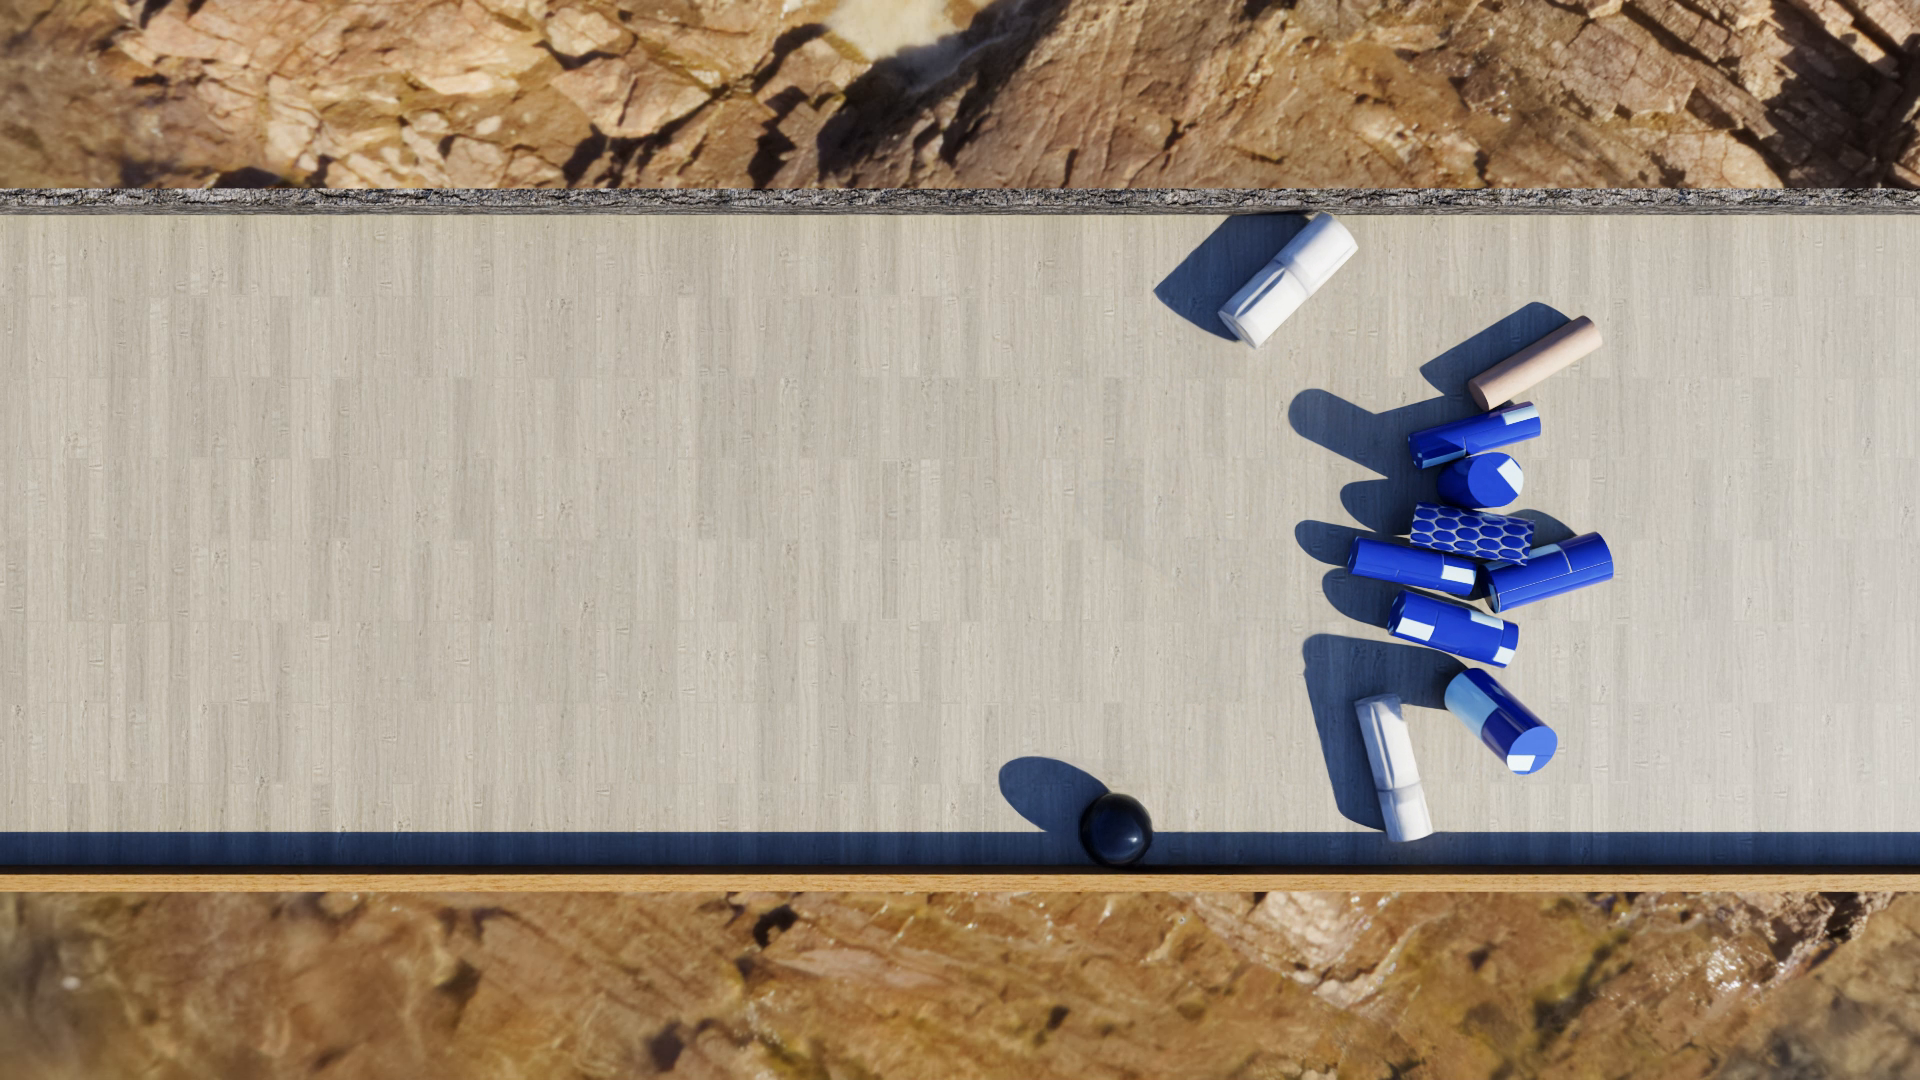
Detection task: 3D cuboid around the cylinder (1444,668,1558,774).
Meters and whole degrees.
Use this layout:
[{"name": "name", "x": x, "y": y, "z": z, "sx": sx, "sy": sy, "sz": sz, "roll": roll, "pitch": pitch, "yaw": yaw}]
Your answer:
[{"name": "cylinder", "x": 1.600, "y": 0.534, "z": 4.892, "sx": 0.166, "sy": 0.332, "sz": 0.166, "roll": -8, "pitch": 119, "yaw": -16}]

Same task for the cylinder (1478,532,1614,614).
[{"name": "cylinder", "x": 1.773, "y": 0.099, "z": 4.998, "sx": 0.356, "sy": 0.156, "sz": 0.156, "roll": -16, "pitch": 90, "yaw": 0}]

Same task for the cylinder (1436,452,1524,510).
[{"name": "cylinder", "x": 1.546, "y": -0.172, "z": 4.919, "sx": 0.160, "sy": 0.313, "sz": 0.160, "roll": 0, "pitch": 89, "yaw": 0}]

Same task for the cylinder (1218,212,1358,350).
[{"name": "cylinder", "x": 0.992, "y": -0.785, "z": 4.996, "sx": 0.425, "sy": 0.162, "sz": 0.162, "roll": -44, "pitch": 90, "yaw": 0}]

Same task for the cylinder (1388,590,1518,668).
[{"name": "cylinder", "x": 1.494, "y": 0.270, "z": 5.004, "sx": 0.354, "sy": 0.145, "sz": 0.145, "roll": 17, "pitch": 90, "yaw": 0}]

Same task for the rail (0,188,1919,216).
[{"name": "rail", "x": -2.247, "y": -1.025, "z": 5.002, "sx": 12.000, "sy": 0.150, "sz": 0.050, "roll": 0, "pitch": 90, "yaw": 0}]

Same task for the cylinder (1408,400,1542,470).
[{"name": "cylinder", "x": 1.565, "y": -0.319, "z": 5.019, "sx": 0.370, "sy": 0.115, "sz": 0.115, "roll": -15, "pitch": 90, "yaw": 0}]

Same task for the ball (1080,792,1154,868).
[{"name": "ball", "x": 0.471, "y": 0.872, "z": 4.966, "sx": 0.221, "sy": 0.221, "sz": 0.221, "roll": 0, "pitch": 90, "yaw": 0}]

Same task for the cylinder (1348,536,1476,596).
[{"name": "cylinder", "x": 1.374, "y": 0.080, "z": 5.019, "sx": 0.360, "sy": 0.116, "sz": 0.116, "roll": 11, "pitch": 90, "yaw": 0}]

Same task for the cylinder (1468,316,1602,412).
[{"name": "cylinder", "x": 1.749, "y": -0.537, "z": 5.021, "sx": 0.395, "sy": 0.111, "sz": 0.111, "roll": -30, "pitch": 90, "yaw": 0}]

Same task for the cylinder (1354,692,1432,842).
[{"name": "cylinder", "x": 1.318, "y": 0.689, "z": 5.011, "sx": 0.132, "sy": 0.132, "sz": 0.428, "roll": -14, "pitch": 90, "yaw": 0}]

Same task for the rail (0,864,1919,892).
[{"name": "rail", "x": -2.247, "y": 1.025, "z": 5.001, "sx": 12.000, "sy": 0.150, "sz": 0.050, "roll": 0, "pitch": 90, "yaw": 0}]

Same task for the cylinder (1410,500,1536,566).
[{"name": "cylinder", "x": 1.538, "y": -0.021, "z": 4.955, "sx": 0.340, "sy": 0.138, "sz": 0.138, "roll": 11, "pitch": 90, "yaw": 20}]
